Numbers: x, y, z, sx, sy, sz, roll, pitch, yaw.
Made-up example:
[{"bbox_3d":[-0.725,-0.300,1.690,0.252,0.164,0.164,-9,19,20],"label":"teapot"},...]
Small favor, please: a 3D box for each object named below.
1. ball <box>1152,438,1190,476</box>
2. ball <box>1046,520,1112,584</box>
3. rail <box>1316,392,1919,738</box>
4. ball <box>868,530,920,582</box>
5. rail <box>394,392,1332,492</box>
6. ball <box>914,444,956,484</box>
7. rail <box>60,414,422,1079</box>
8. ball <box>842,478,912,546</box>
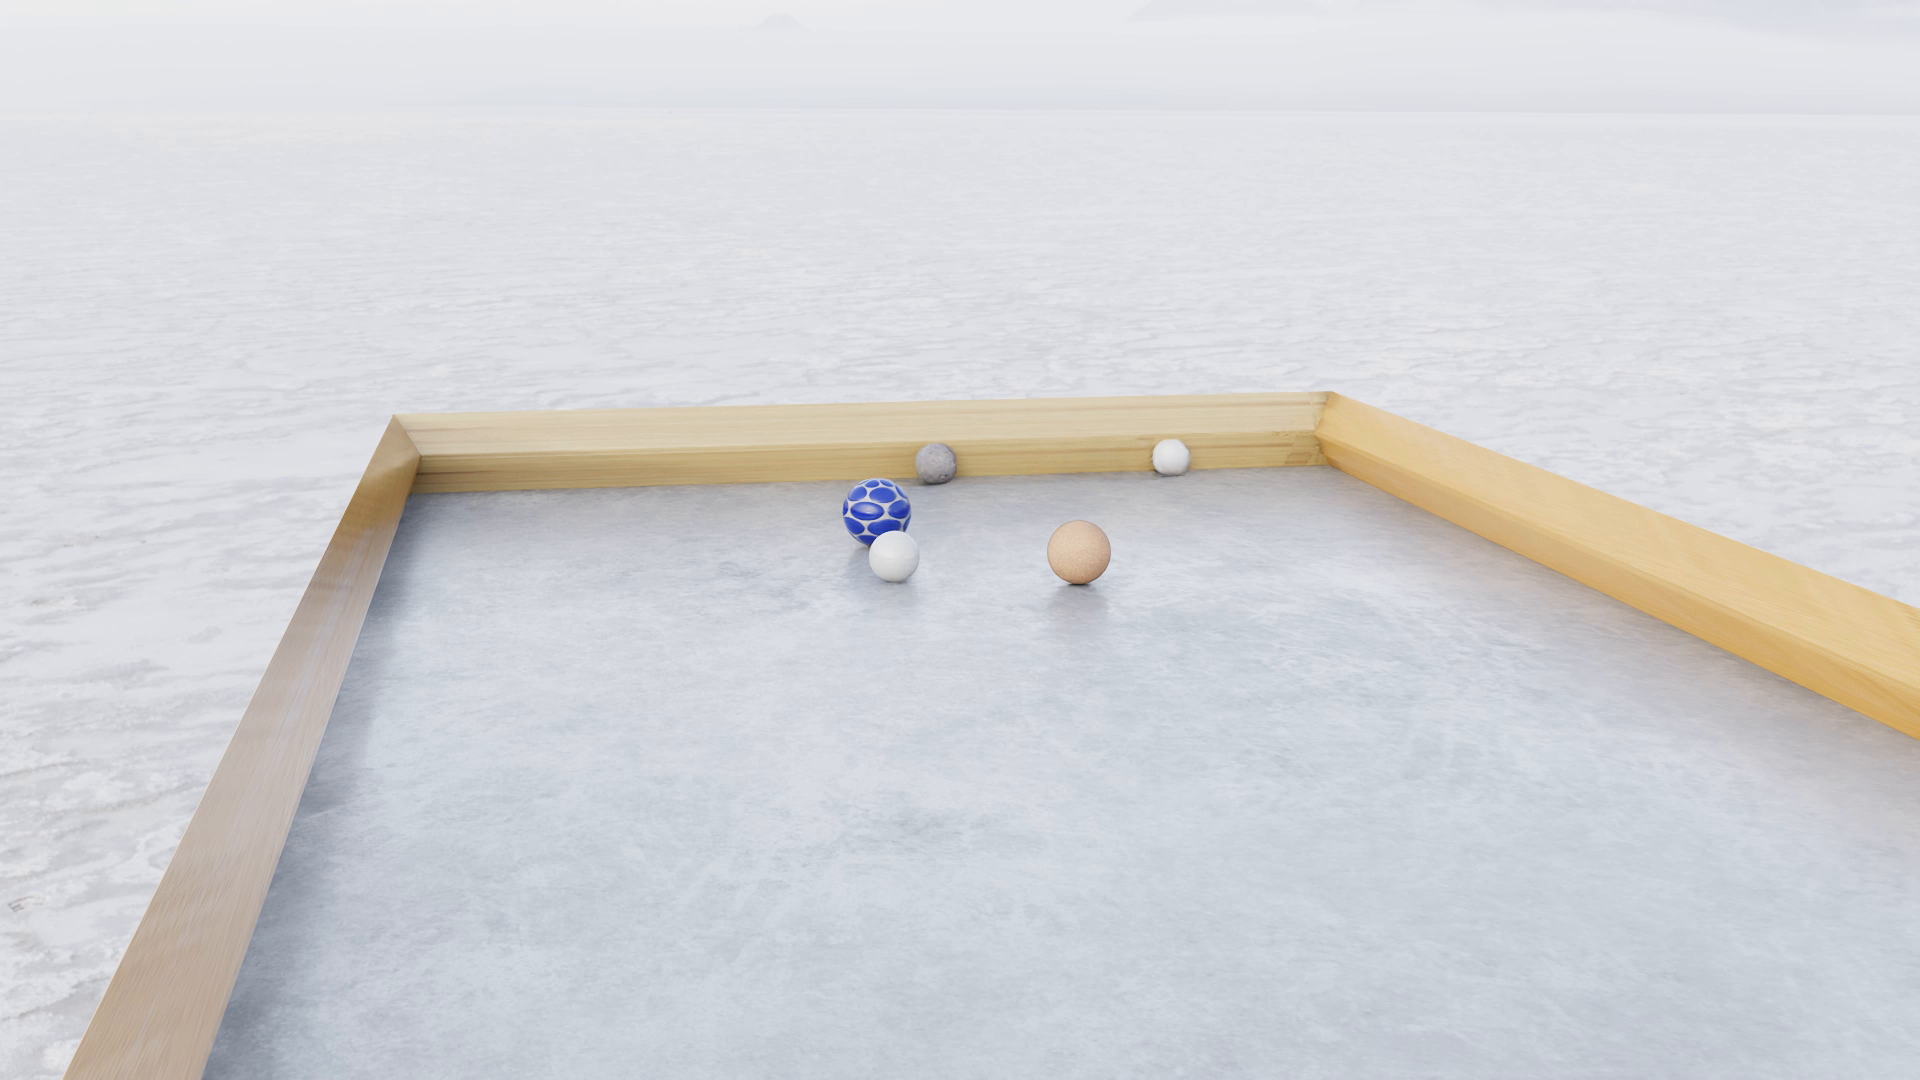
[{"bbox_3d":[0.361,-0.141,3.767,0.064,0.064,0.064,0,11,0],"label":"ball"},{"bbox_3d":[0.158,0.016,2.925,0.086,0.086,0.086,0,11,0],"label":"ball"},{"bbox_3d":[0.902,0.092,2.427,0.045,0.130,2.999,-2,11,-10],"label":"rail"},{"bbox_3d":[-0.087,0.022,2.938,0.069,0.069,0.069,0,11,0],"label":"ball"},{"bbox_3d":[-0.131,-0.165,3.713,1.606,0.130,0.045,-2,11,-10],"label":"rail"},{"bbox_3d":[-0.042,-0.128,3.688,0.069,0.069,0.069,0,11,0],"label":"ball"},{"bbox_3d":[-0.631,0.147,2.151,0.045,0.130,2.999,-2,11,-10],"label":"rail"},{"bbox_3d":[-0.120,-0.040,3.169,0.100,0.100,0.100,0,11,0],"label":"ball"}]
